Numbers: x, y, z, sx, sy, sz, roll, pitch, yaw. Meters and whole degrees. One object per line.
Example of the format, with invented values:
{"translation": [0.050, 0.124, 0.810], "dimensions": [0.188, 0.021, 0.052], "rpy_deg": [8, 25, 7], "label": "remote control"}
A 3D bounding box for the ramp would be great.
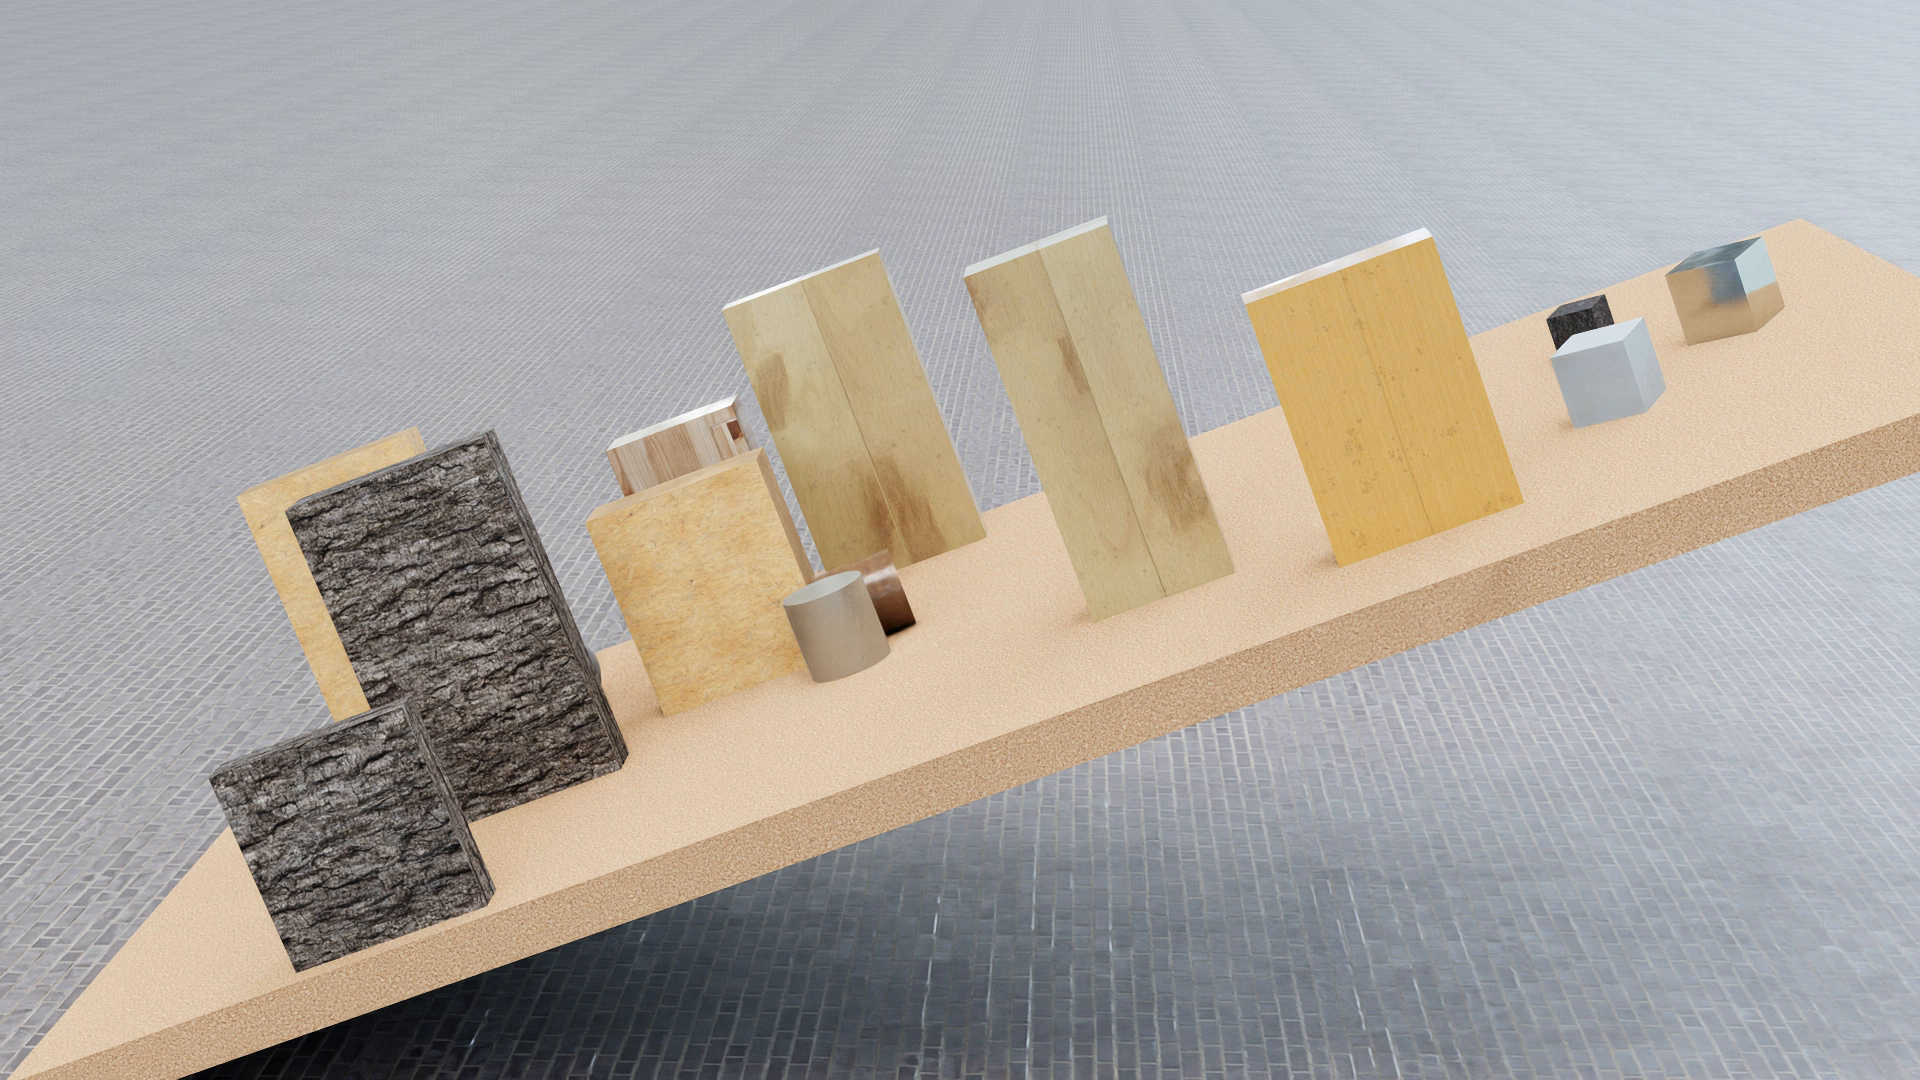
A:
{"translation": [0.118, 0.176, 6.295], "dimensions": [4.000, 0.100, 2.000], "rpy_deg": [-20, 12, 7], "label": "ramp"}

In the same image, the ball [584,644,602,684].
{"translation": [-0.921, 0.315, 6.778], "dimensions": [0.189, 0.189, 0.189], "rpy_deg": [0, 13, 0], "label": "ball"}

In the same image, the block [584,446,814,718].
{"translation": [-0.536, 0.092, 6.423], "dimensions": [0.398, 0.465, 0.149], "rpy_deg": [-20, 12, 7], "label": "block"}

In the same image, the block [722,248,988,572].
{"translation": [-0.244, -0.281, 6.965], "dimensions": [0.390, 0.725, 0.087], "rpy_deg": [-20, 12, 7], "label": "block"}

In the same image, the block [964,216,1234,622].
{"translation": [0.277, -0.238, 5.817], "dimensions": [0.296, 0.735, 0.149], "rpy_deg": [-20, 12, 7], "label": "block"}

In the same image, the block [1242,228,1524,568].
{"translation": [0.794, -0.267, 5.534], "dimensions": [0.364, 0.535, 0.128], "rpy_deg": [-20, 12, 7], "label": "block"}

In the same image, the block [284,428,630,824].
{"translation": [-1.042, 0.196, 6.129], "dimensions": [0.442, 0.749, 0.119], "rpy_deg": [-20, 12, 7], "label": "block"}

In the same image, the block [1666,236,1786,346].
{"translation": [1.613, -0.525, 6.201], "dimensions": [0.160, 0.160, 0.160], "rpy_deg": [-11, 15, 40], "label": "block"}

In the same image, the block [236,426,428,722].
{"translation": [-1.305, 0.163, 6.749], "dimensions": [0.422, 0.748, 0.100], "rpy_deg": [-20, 12, 7], "label": "block"}

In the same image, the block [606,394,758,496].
{"translation": [-0.575, -0.030, 6.886], "dimensions": [0.313, 0.531, 0.140], "rpy_deg": [-20, 12, 7], "label": "block"}

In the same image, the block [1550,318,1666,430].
{"translation": [1.301, -0.334, 5.898], "dimensions": [0.154, 0.154, 0.154], "rpy_deg": [-14, 14, 33], "label": "block"}

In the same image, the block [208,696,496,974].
{"translation": [-1.137, 0.552, 5.515], "dimensions": [0.392, 0.410, 0.089], "rpy_deg": [-20, 12, 7], "label": "block"}

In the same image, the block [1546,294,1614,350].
{"translation": [1.374, -0.465, 6.487], "dimensions": [0.107, 0.107, 0.107], "rpy_deg": [-14, 14, 33], "label": "block"}

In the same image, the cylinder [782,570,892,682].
{"translation": [-0.261, 0.183, 6.231], "dimensions": [0.179, 0.179, 0.179], "rpy_deg": [-20, 12, 4], "label": "cylinder"}

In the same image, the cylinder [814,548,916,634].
{"translation": [-0.208, 0.129, 6.406], "dimensions": [0.173, 0.173, 0.173], "rpy_deg": [-21, 15, -2], "label": "cylinder"}
